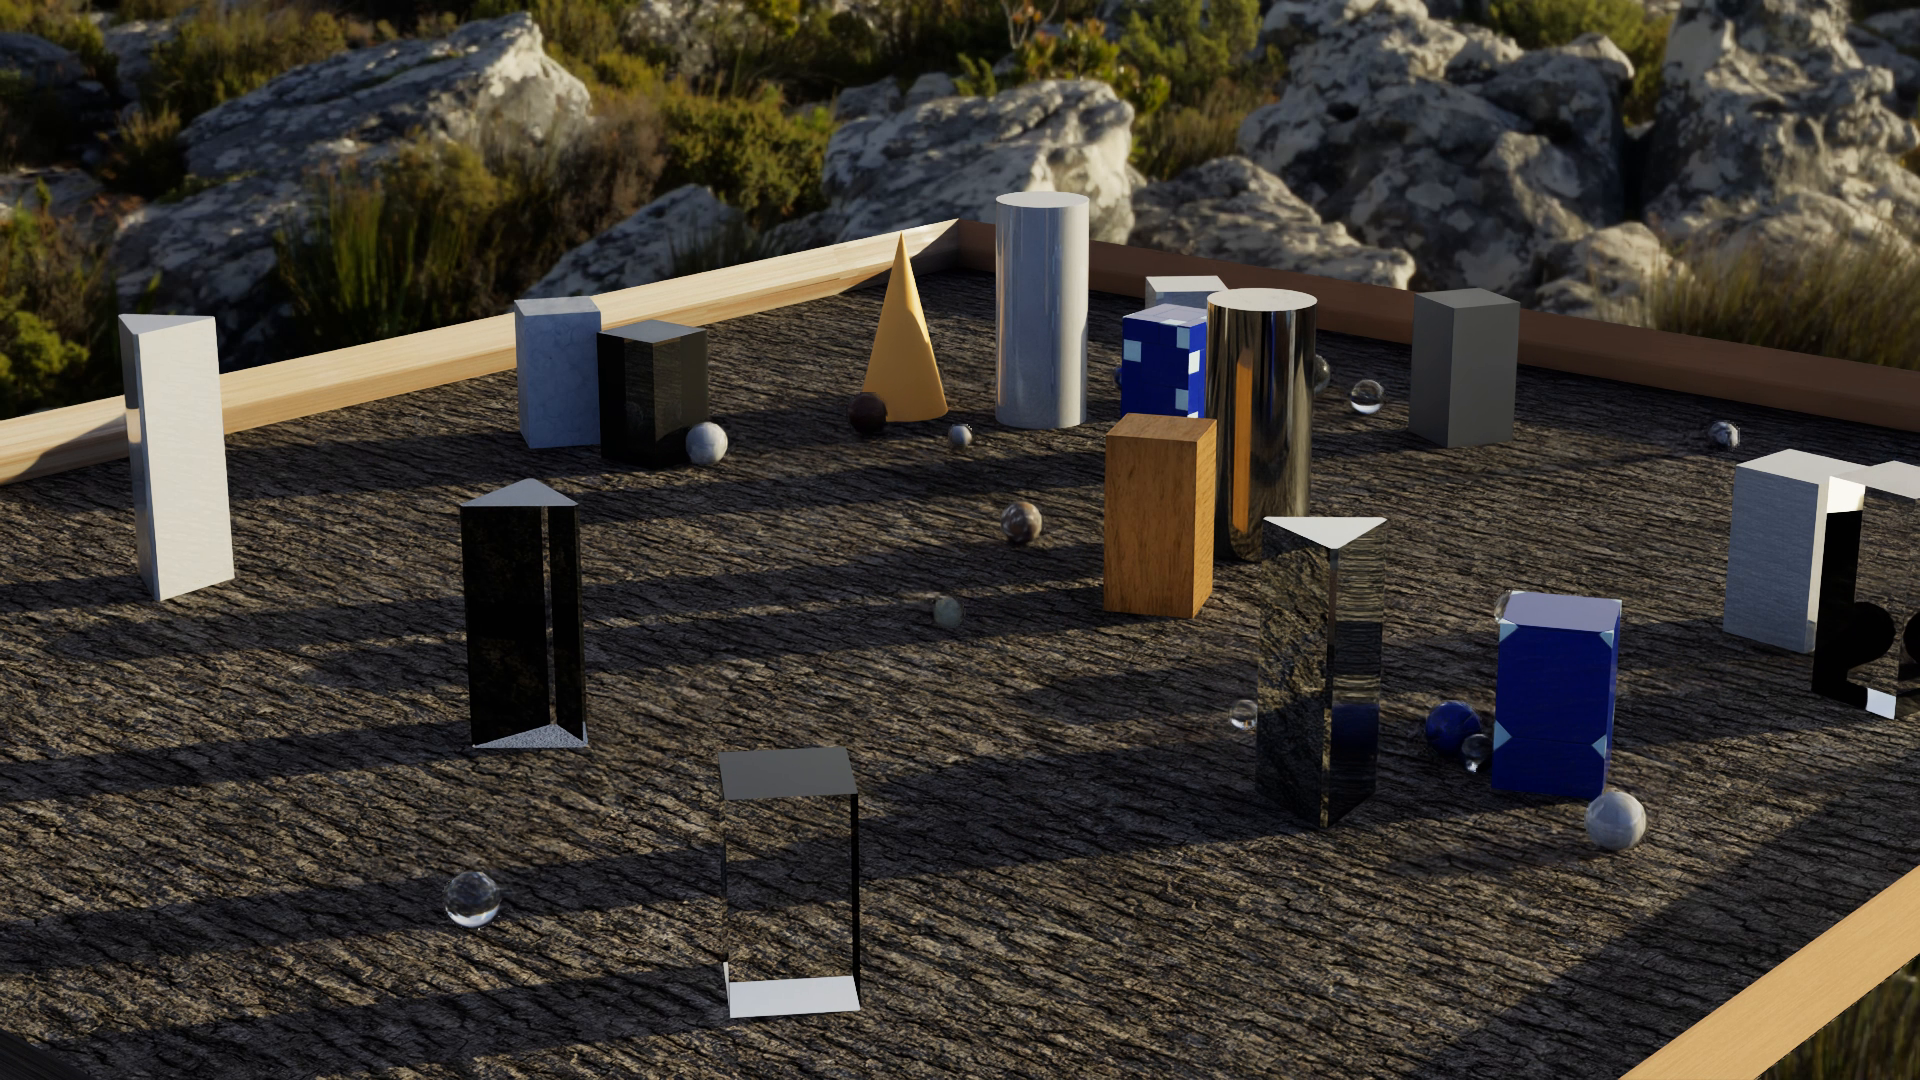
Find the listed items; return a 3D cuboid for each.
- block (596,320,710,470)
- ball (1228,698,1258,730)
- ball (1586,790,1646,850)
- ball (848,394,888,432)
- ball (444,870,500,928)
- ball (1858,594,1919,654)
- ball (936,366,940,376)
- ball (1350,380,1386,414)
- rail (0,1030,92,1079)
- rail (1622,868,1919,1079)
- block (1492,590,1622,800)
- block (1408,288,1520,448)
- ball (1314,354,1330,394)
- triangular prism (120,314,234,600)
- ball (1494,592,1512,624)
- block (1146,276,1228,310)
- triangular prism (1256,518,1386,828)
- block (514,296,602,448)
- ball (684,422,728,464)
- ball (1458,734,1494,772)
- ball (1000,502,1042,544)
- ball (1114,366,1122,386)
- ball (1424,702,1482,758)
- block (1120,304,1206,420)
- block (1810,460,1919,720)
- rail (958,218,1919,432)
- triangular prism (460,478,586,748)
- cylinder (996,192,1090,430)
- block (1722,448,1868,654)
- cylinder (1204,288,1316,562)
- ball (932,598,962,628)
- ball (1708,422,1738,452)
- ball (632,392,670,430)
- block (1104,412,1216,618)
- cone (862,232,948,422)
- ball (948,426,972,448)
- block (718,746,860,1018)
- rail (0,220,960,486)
[{"bbox_3d":[-0.625,-0.298,5.986,0.158,0.263,0.158,13,21,37],"label":"block"},{"bbox_3d":[0.435,0.266,4.486,0.047,0.047,0.047,0,17,0],"label":"ball"},{"bbox_3d":[0.902,0.386,4.032,0.081,0.081,0.081,0,17,0],"label":"ball"},{"bbox_3d":[-0.196,-0.268,6.198,0.083,0.083,0.083,0,17,0],"label":"ball"},{"bbox_3d":[-0.630,0.464,3.786,0.073,0.073,0.073,0,17,0],"label":"ball"},{"bbox_3d":[1.529,0.139,4.821,0.099,0.099,0.099,0,17,0],"label":"ball"},{"bbox_3d":[-0.088,-0.367,6.528,0.083,0.083,0.083,0,17,0],"label":"ball"},{"bbox_3d":[0.884,-0.310,6.353,0.074,0.074,0.074,0,17,0],"label":"ball"},{"bbox_3d":[-1.411,0.501,3.564,3.791,0.128,0.045,14,22,39],"label":"rail"},{"bbox_3d":[1.413,0.386,3.945,0.045,0.128,4.352,14,22,39],"label":"rail"},{"bbox_3d":[0.869,0.224,4.271,0.158,0.253,0.158,5,17,16],"label":"block"},{"bbox_3d":[1.054,-0.362,6.139,0.158,0.296,0.158,-7,18,-21],"label":"block"},{"bbox_3d":[0.775,-0.368,6.509,0.094,0.094,0.094,0,17,0],"label":"ball"},{"bbox_3d":[-1.405,-0.154,5.140,0.148,0.474,0.171,12,21,35],"label":"triangular prism"},{"bbox_3d":[0.934,0.121,4.932,0.069,0.069,0.069,0,17,0],"label":"ball"},{"bbox_3d":[0.492,-0.425,6.390,0.158,0.272,0.158,-1,17,-4],"label":"block"},{"bbox_3d":[0.492,0.176,4.156,0.148,0.411,0.171,10,19,30],"label":"triangular prism"},{"bbox_3d":[-0.837,-0.352,6.132,0.158,0.282,0.158,-5,17,-15],"label":"block"},{"bbox_3d":[-0.515,-0.196,5.954,0.087,0.087,0.087,0,17,0],"label":"ball"},{"bbox_3d":[0.761,0.314,4.312,0.057,0.057,0.057,0,17,0],"label":"ball"},{"bbox_3d":[0.114,-0.032,5.424,0.077,0.077,0.077,0,17,0],"label":"ball"},{"bbox_3d":[0.373,-0.367,6.579,0.052,0.052,0.052,0,17,0],"label":"ball"},{"bbox_3d":[0.735,0.282,4.370,0.084,0.084,0.084,0,17,0],"label":"ball"},{"bbox_3d":[0.435,-0.303,5.923,0.158,0.309,0.158,12,20,34],"label":"block"},{"bbox_3d":[1.461,0.076,4.585,0.158,0.355,0.158,-12,20,-34],"label":"block"},{"bbox_3d":[1.411,-0.437,6.676,3.791,0.128,0.045,14,22,39],"label":"rail"},{"bbox_3d":[-0.650,0.109,4.435,0.171,0.379,0.148,0,17,-1],"label":"triangular prism"},{"bbox_3d":[0.174,-0.492,6.259,0.197,0.476,0.197,0,17,0],"label":"cylinder"},{"bbox_3d":[1.397,0.017,4.895,0.158,0.290,0.158,-14,22,-40],"label":"block"},{"bbox_3d":[0.543,-0.210,5.342,0.197,0.466,0.197,0,17,0],"label":"cylinder"},{"bbox_3d":[-0.021,0.122,4.960,0.051,0.051,0.051,0,17,0],"label":"ball"},{"bbox_3d":[1.576,-0.213,6.054,0.061,0.061,0.061,0,17,0],"label":"ball"},{"bbox_3d":[-0.655,-0.273,6.220,0.080,0.080,0.080,0,17,0],"label":"ball"},{"bbox_3d":[0.345,-0.043,5.055,0.158,0.313,0.158,5,17,16],"label":"block"},{"bbox_3d":[-0.125,-0.473,6.330,0.197,0.400,0.197,0,17,0],"label":"cone"},{"bbox_3d":[0.000,-0.215,6.087,0.046,0.046,0.046,0,17,0],"label":"ball"},{"bbox_3d":[-0.209,0.416,3.583,0.158,0.282,0.158,-2,17,-7],"label":"block"},{"bbox_3d":[-1.413,-0.322,6.295,0.045,0.128,4.352,14,22,39],"label":"rail"}]
